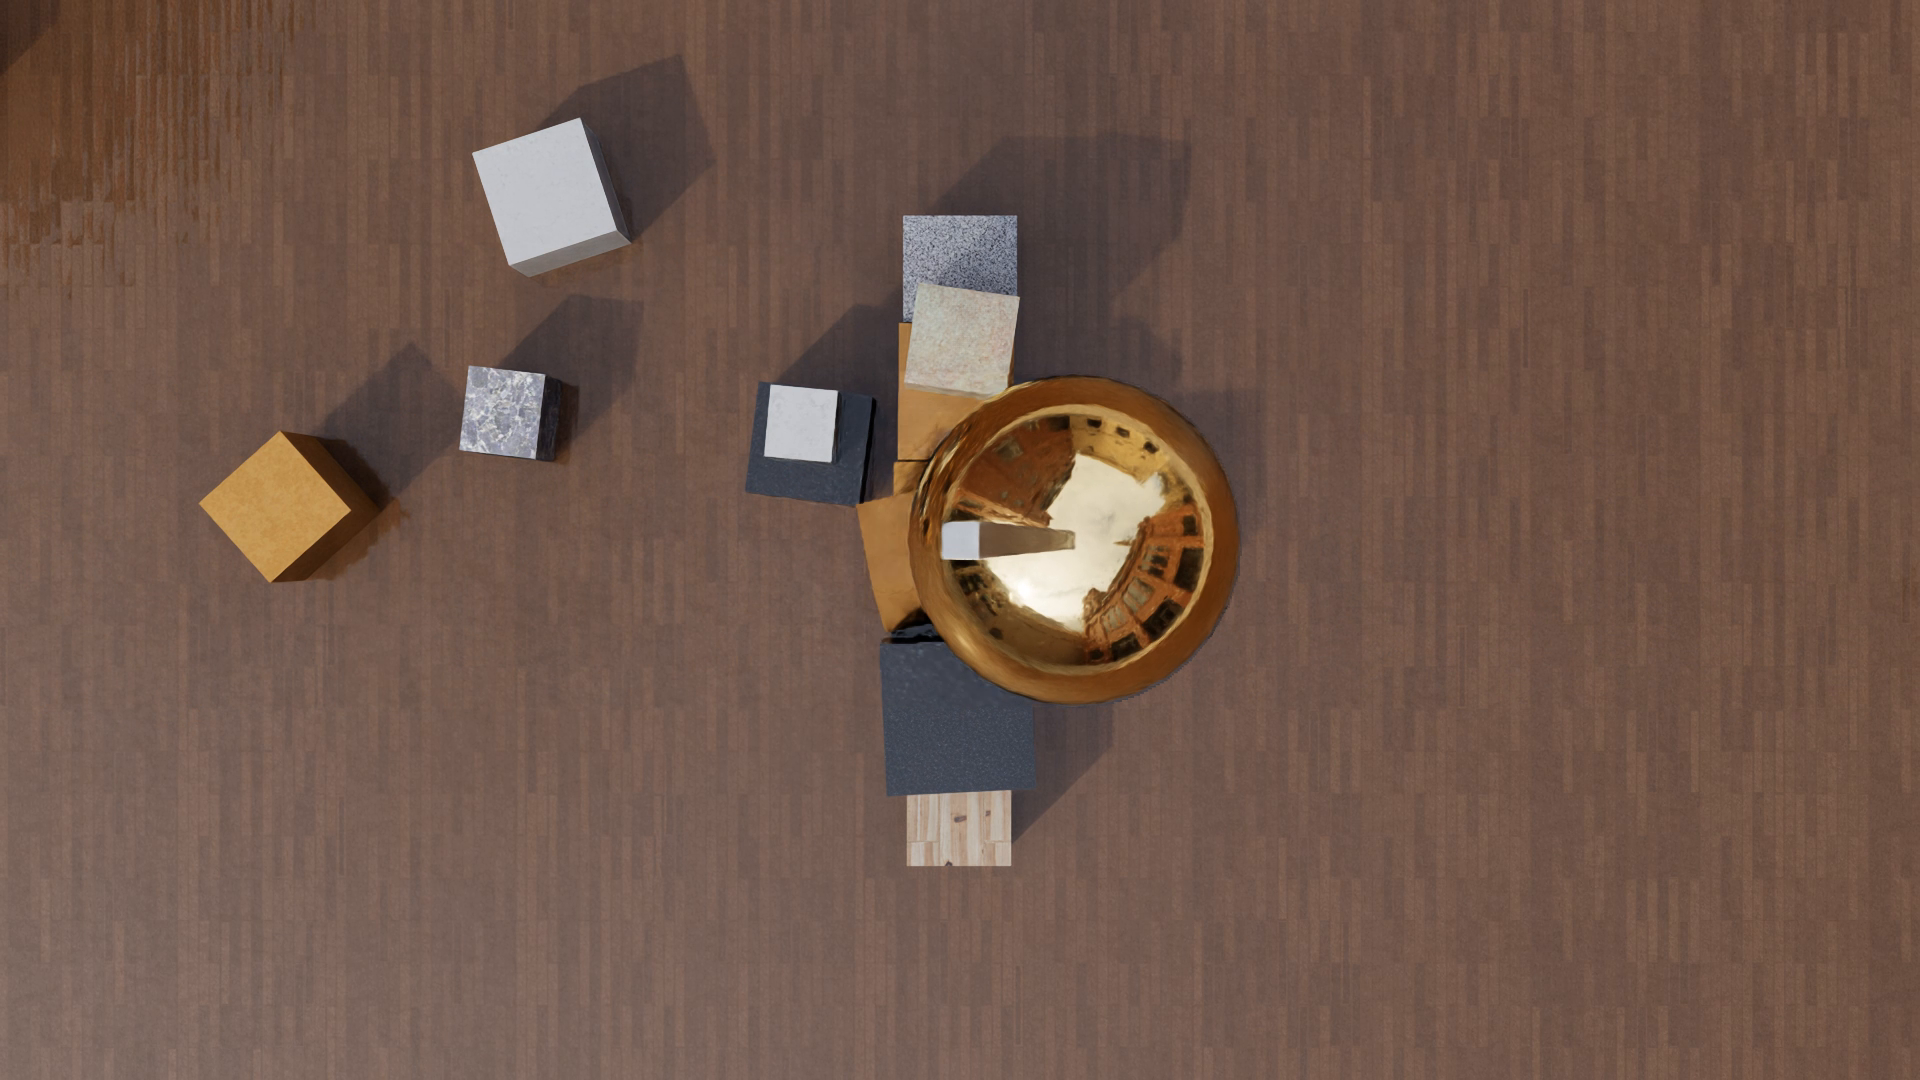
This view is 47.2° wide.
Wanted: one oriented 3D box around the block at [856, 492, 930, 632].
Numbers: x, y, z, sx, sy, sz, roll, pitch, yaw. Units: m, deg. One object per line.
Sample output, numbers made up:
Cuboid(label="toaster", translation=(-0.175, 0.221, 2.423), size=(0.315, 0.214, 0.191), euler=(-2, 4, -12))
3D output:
Cuboid(label="block", translation=(-0.213, 0.100, 11.934), size=(0.551, 0.533, 0.547), euler=(-12, 66, 0))

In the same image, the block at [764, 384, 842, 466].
Cuboid(label="block", translation=(-0.867, -0.635, 12.199), size=(0.367, 0.435, 0.391), euler=(5, 90, 0))

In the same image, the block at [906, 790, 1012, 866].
Cuboid(label="block", translation=(-0.006, 1.476, 12.646), size=(0.582, 0.708, 0.691), euler=(0, 90, 0))

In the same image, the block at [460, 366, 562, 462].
Cuboid(label="block", translation=(-2.592, -0.724, 12.726), size=(0.434, 0.547, 0.481), euler=(7, 90, 0))

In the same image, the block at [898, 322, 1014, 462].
Cuboid(label="block", translation=(-0.020, -0.833, 12.654), size=(0.646, 0.692, 0.764), euler=(0, 90, 0))

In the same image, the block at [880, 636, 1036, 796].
Cuboid(label="block", translation=(-0.012, 0.915, 11.752), size=(0.773, 0.736, 0.786), euler=(-3, 90, 0))

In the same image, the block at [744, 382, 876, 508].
Cuboid(label="block", translation=(-0.854, -0.542, 12.708), size=(0.647, 0.583, 0.631), euler=(7, 90, 0))

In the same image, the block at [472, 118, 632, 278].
Cuboid(label="block", translation=(-2.349, -1.970, 12.716), size=(0.642, 0.568, 0.669), euler=(-18, 90, 0))

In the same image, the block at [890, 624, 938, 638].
Cuboid(label="block", translation=(0.004, 0.750, 12.560), size=(0.768, 0.880, 0.745), euler=(0, 90, 0))

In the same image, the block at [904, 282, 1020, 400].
Cuboid(label="block", translation=(0.010, -1.074, 12.047), size=(0.550, 0.521, 0.540), euler=(8, 90, 0))

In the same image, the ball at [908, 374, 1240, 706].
Cuboid(label="ball", translation=(0.546, 0.000, 10.615), size=(1.600, 1.600, 1.600), euler=(0, 90, 0))

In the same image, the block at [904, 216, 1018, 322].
Cuboid(label="block", translation=(0.001, -1.522, 12.674), size=(0.640, 0.652, 0.598), euler=(0, 90, 0))

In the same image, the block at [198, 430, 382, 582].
Cuboid(label="block", translation=(-3.846, -0.186, 12.672), size=(0.611, 0.656, 0.600), euler=(-42, 90, 0))

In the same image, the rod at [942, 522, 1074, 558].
Cuboid(label="rod", translation=(0.237, 0.000, 7.229), size=(0.080, 5.200, 0.080), euler=(0, 90, 5))

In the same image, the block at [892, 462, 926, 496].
Cuboid(label="block", translation=(-0.001, -0.037, 12.645), size=(0.749, 0.711, 0.804), euler=(0, 90, 0))
